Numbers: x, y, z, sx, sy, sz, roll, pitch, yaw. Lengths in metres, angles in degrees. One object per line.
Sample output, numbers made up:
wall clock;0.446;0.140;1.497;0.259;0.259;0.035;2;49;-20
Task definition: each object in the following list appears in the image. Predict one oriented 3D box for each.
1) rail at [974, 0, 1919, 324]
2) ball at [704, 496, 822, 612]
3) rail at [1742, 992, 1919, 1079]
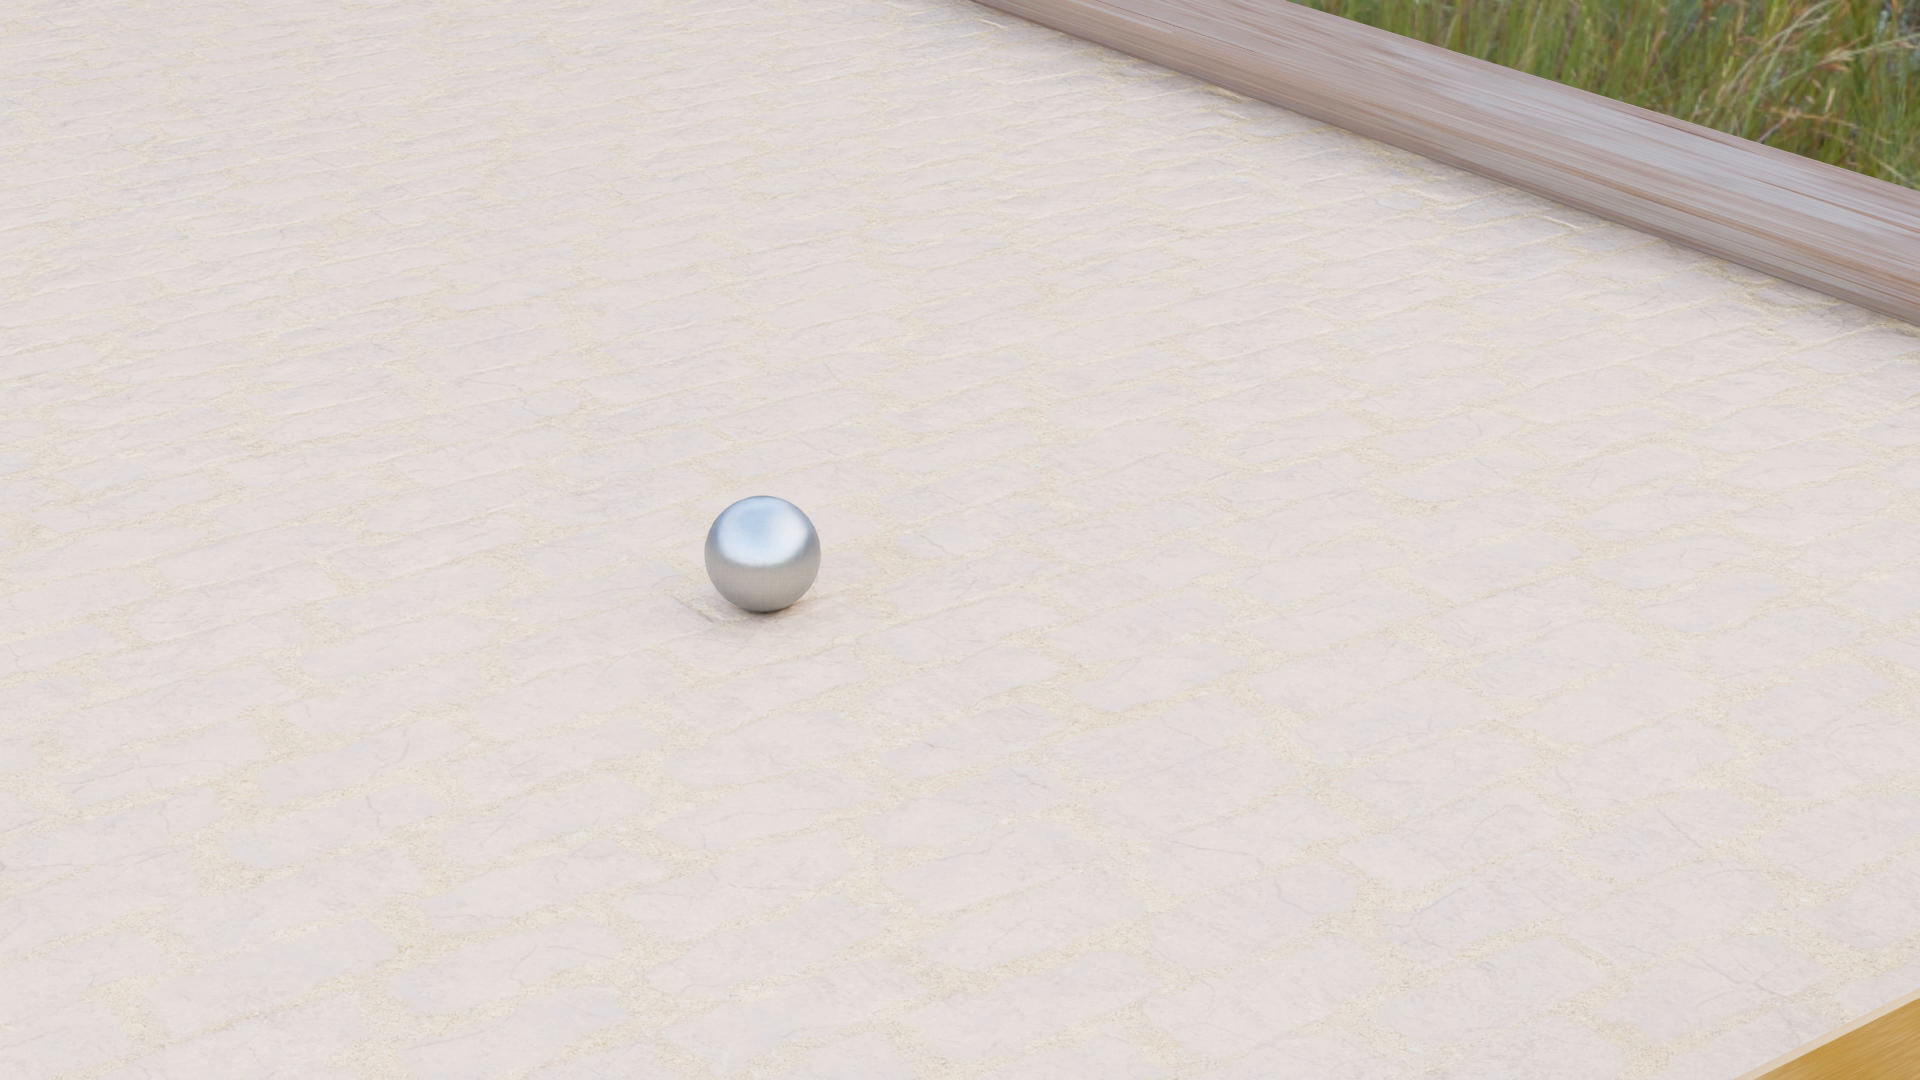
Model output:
rail;0.331;-0.569;3.411;0.045;0.124;3.581;-16;29;-32
ball;-0.146;0.010;2.172;0.086;0.086;0.086;0;24;0
rail;0.502;0.269;1.549;2.121;0.124;0.045;-16;29;-32
